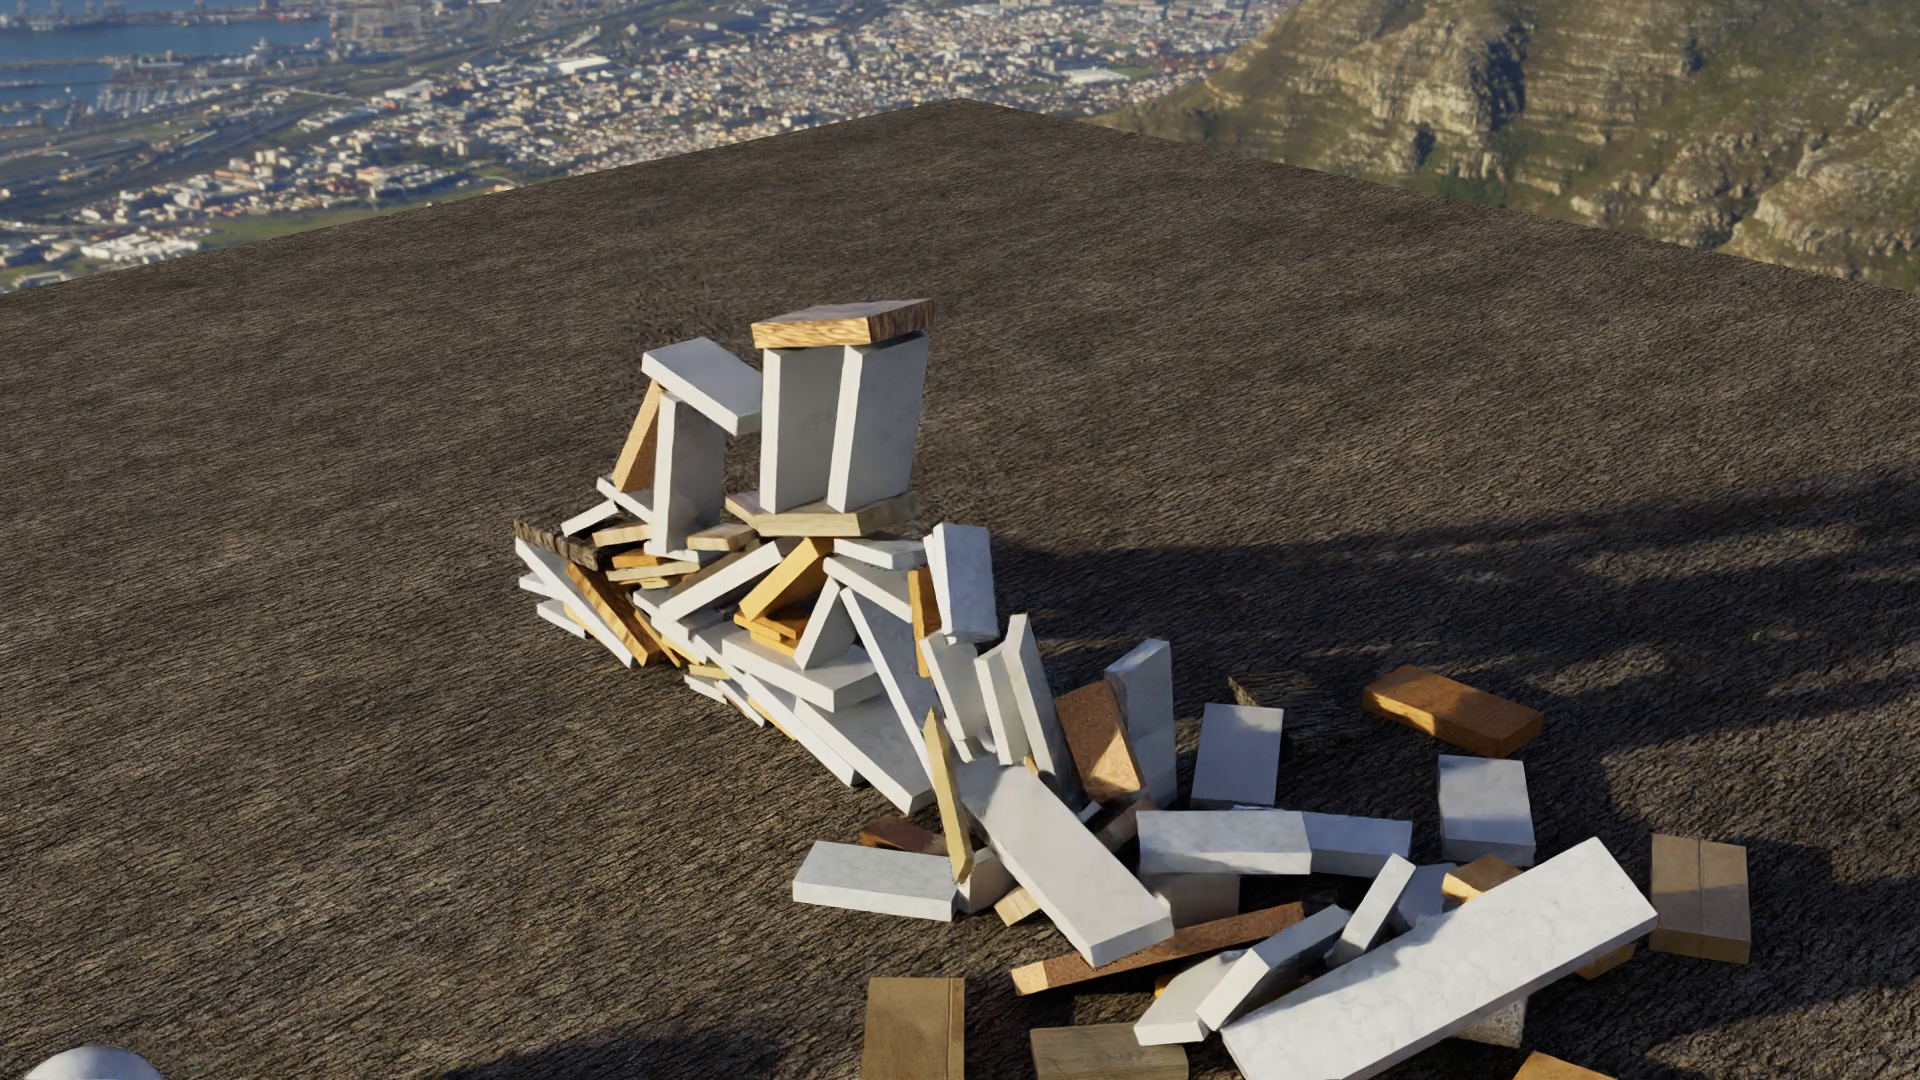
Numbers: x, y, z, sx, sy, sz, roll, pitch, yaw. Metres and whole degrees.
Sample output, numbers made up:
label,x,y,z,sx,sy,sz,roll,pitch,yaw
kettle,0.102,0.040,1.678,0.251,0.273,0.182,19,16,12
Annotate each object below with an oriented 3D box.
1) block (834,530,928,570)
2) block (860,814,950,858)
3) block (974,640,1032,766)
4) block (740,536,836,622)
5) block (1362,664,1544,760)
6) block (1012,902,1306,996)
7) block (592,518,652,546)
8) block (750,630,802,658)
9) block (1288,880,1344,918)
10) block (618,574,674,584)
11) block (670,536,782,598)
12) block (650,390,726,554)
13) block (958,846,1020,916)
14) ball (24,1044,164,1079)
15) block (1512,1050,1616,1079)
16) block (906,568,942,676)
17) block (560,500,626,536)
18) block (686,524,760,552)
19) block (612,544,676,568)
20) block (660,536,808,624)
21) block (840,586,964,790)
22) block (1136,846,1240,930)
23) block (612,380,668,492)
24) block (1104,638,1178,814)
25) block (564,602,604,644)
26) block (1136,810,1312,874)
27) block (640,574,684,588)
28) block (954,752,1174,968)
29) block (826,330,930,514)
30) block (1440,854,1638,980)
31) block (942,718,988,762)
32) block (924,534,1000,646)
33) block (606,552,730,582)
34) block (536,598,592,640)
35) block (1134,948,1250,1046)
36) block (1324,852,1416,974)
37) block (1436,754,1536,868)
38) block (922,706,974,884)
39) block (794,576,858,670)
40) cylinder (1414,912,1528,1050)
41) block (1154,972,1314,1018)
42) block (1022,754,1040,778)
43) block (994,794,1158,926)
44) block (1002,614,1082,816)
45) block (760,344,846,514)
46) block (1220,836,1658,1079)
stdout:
label,x,y,z,sx,sy,sz,roll,pitch,yaw
block,-0.150,0.018,4.376,0.104,0.030,0.209,-11,15,-34
block,-0.092,0.598,4.321,0.200,0.024,0.086,17,28,35
block,0.097,0.313,4.248,0.031,0.218,0.109,-2,17,41
block,-0.318,0.061,4.595,0.164,0.046,0.328,-21,-13,-40
block,1.077,0.374,4.816,0.347,0.049,0.173,21,31,40
block,0.352,0.721,3.883,0.502,0.047,0.166,-9,-13,-20
block,-0.719,-0.027,5.001,0.229,0.032,0.114,-7,11,43
block,-0.370,0.213,4.706,0.075,0.021,0.149,-21,30,-41
block,0.659,0.678,4.100,0.079,0.022,0.158,-2,16,23
block,-0.714,0.082,5.039,0.050,0.014,0.172,-24,12,-40
block,-0.498,0.052,4.797,0.095,0.027,0.390,-21,-4,-40
block,-0.584,-0.164,4.764,0.046,0.375,0.162,28,36,30
block,0.092,0.618,4.159,0.221,0.111,0.031,-18,33,-36
ball,-1.320,0.894,3.336,0.249,0.249,0.249,0,23,0
block,1.504,1.045,3.239,1.428,0.042,0.147,15,27,31
block,-0.043,0.157,4.301,0.104,0.209,0.030,-8,3,-42
block,-0.812,-0.067,5.067,0.114,0.032,0.229,-25,3,-44
block,-0.506,-0.006,4.746,0.095,0.027,0.191,-22,14,-32
block,-0.702,0.035,4.990,0.092,0.026,0.184,-23,13,-38
block,-0.459,0.072,4.756,0.164,0.046,0.500,-21,-4,-40
block,-0.083,0.297,4.435,0.129,0.481,0.037,-21,-8,-42
block,0.421,0.639,4.075,0.141,0.141,0.141,-9,25,-20
block,-0.643,-0.239,4.846,0.162,0.325,0.046,-12,57,-38
block,0.363,0.390,4.393,0.049,0.347,0.173,10,25,34
block,-0.839,0.192,5.211,0.196,0.028,0.098,33,38,34
block,0.480,0.554,4.036,0.307,0.043,0.153,0,22,1
block,-0.676,0.094,4.998,0.101,0.014,0.050,-6,14,46
block,0.160,0.561,3.994,0.153,0.043,0.697,-18,25,-16
block,-0.160,-0.234,4.296,0.175,0.350,0.050,-21,42,-40
block,1.055,0.684,4.010,0.318,0.045,0.159,29,26,38
block,0.036,0.422,4.415,0.024,0.172,0.086,-30,-6,36
block,0.003,0.092,4.285,0.109,0.218,0.031,-4,-15,-38
block,-0.661,0.056,4.974,0.092,0.026,0.359,-24,12,-42
block,-0.921,0.182,5.297,0.098,0.028,0.196,-21,31,-40
block,0.405,0.775,3.738,0.124,0.035,0.247,-14,12,35
block,0.697,0.660,3.763,0.045,0.318,0.159,31,68,16
block,1.054,0.541,4.423,0.172,0.049,0.344,4,23,9
block,-0.024,0.478,4.169,0.017,0.060,0.442,11,31,-17
block,-0.250,0.154,4.554,0.129,0.258,0.037,-21,59,-41
cylinder,0.866,0.749,3.743,0.196,0.196,0.196,8,24,17
block,0.482,0.785,3.865,0.248,0.035,0.124,-11,25,-24
block,0.149,0.420,4.397,0.017,0.121,0.060,13,-22,-32
block,0.222,0.599,4.130,0.332,0.047,0.166,-31,-6,-44
block,0.162,0.369,4.237,0.031,0.503,0.111,-5,37,16
block,-0.319,-0.239,4.464,0.175,0.350,0.050,-21,37,-39
block,0.789,0.721,3.623,0.722,0.049,0.172,-25,52,-9
